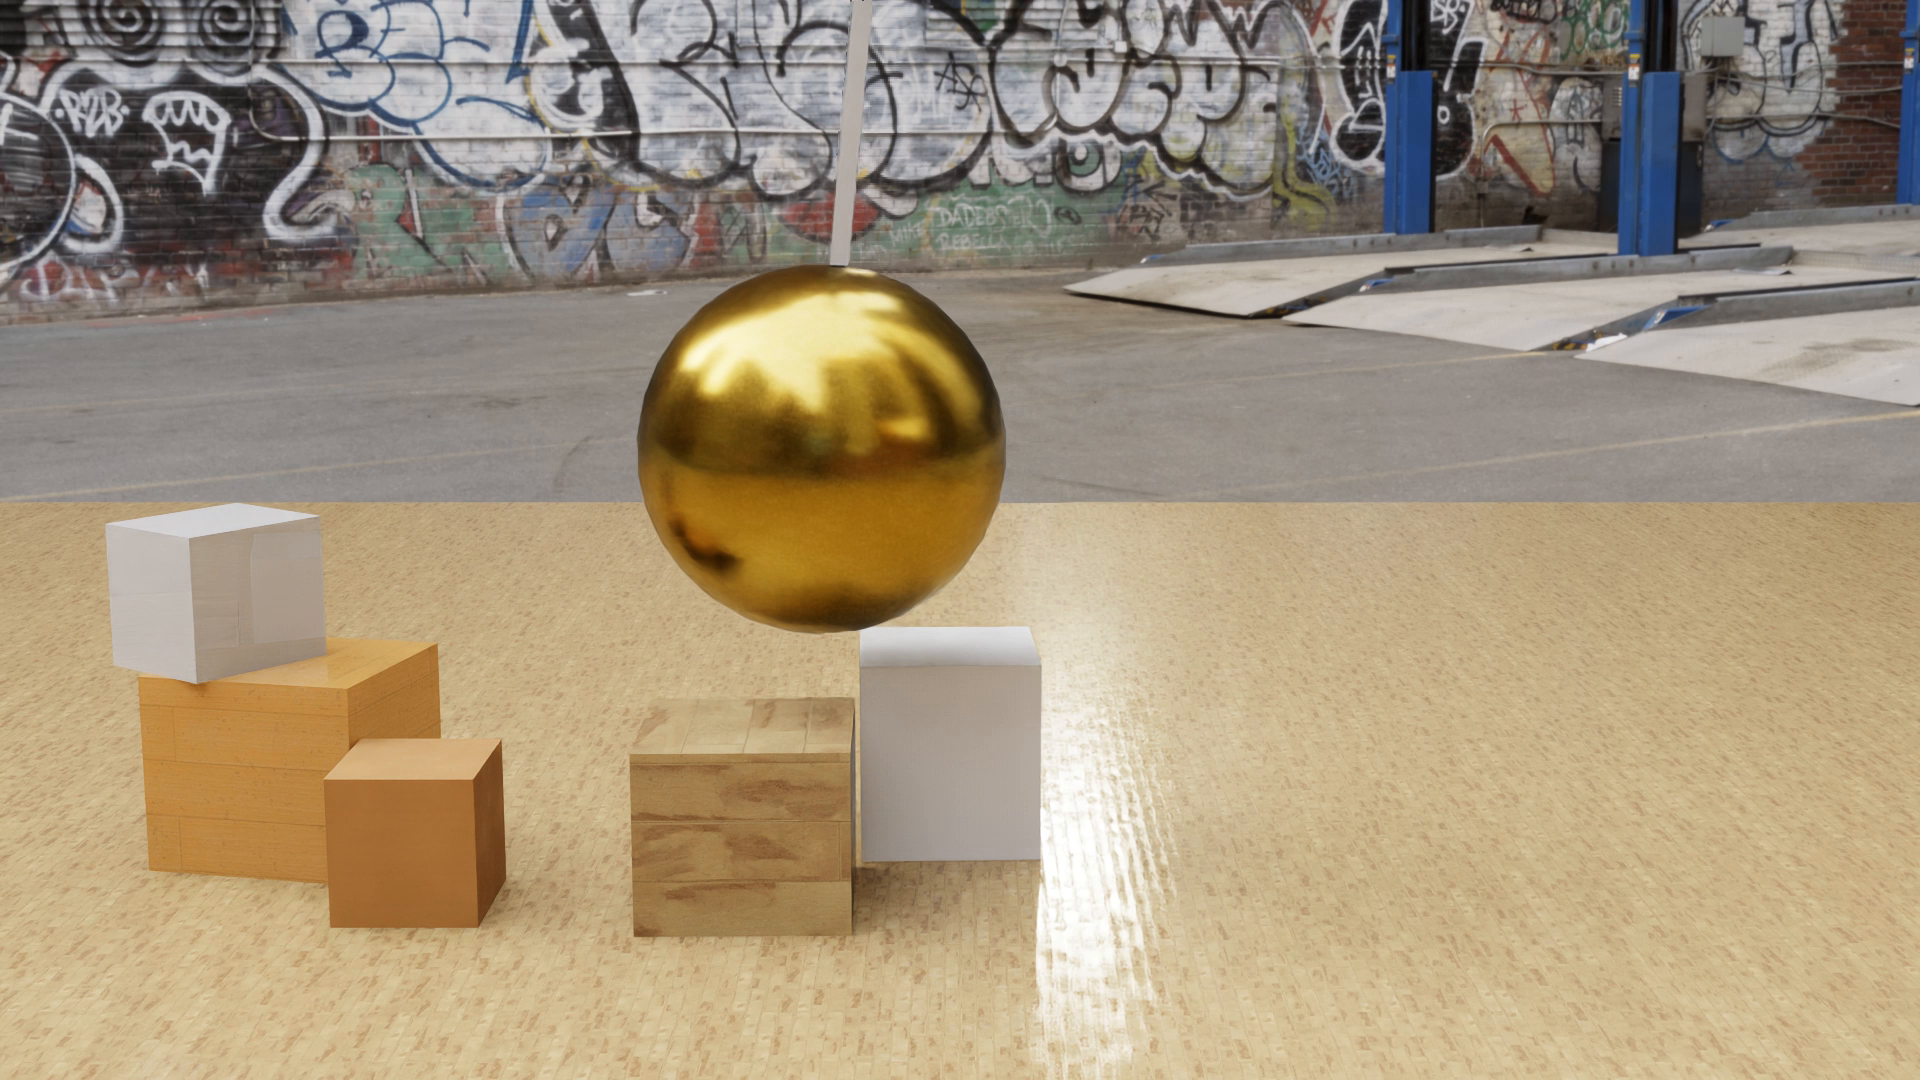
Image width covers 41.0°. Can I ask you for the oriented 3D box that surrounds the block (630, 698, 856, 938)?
[{"bbox_3d":[-0.905,1.167,10.972,0.898,0.778,0.943,0,10,-1],"label":"block"}]

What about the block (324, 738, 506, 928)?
[{"bbox_3d":[-2.313,1.241,10.953,0.617,0.638,0.660,0,10,0],"label":"block"}]

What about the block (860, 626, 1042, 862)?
[{"bbox_3d":[-0.057,0.932,11.919,0.809,0.902,0.820,0,10,-2],"label":"block"}]

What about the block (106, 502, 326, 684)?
[{"bbox_3d":[-3.344,0.226,11.556,0.598,0.645,0.711,8,13,36],"label":"block"}]

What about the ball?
[{"bbox_3d":[-0.597,-0.392,11.109,1.600,1.600,1.600,0,10,0],"label":"ball"}]

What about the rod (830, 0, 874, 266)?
[{"bbox_3d":[-0.259,-3.721,10.504,0.080,5.200,0.080,6,10,-1],"label":"rod"}]

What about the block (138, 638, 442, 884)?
[{"bbox_3d":[-3.027,0.978,11.707,0.998,0.888,0.930,2,11,13],"label":"block"}]
